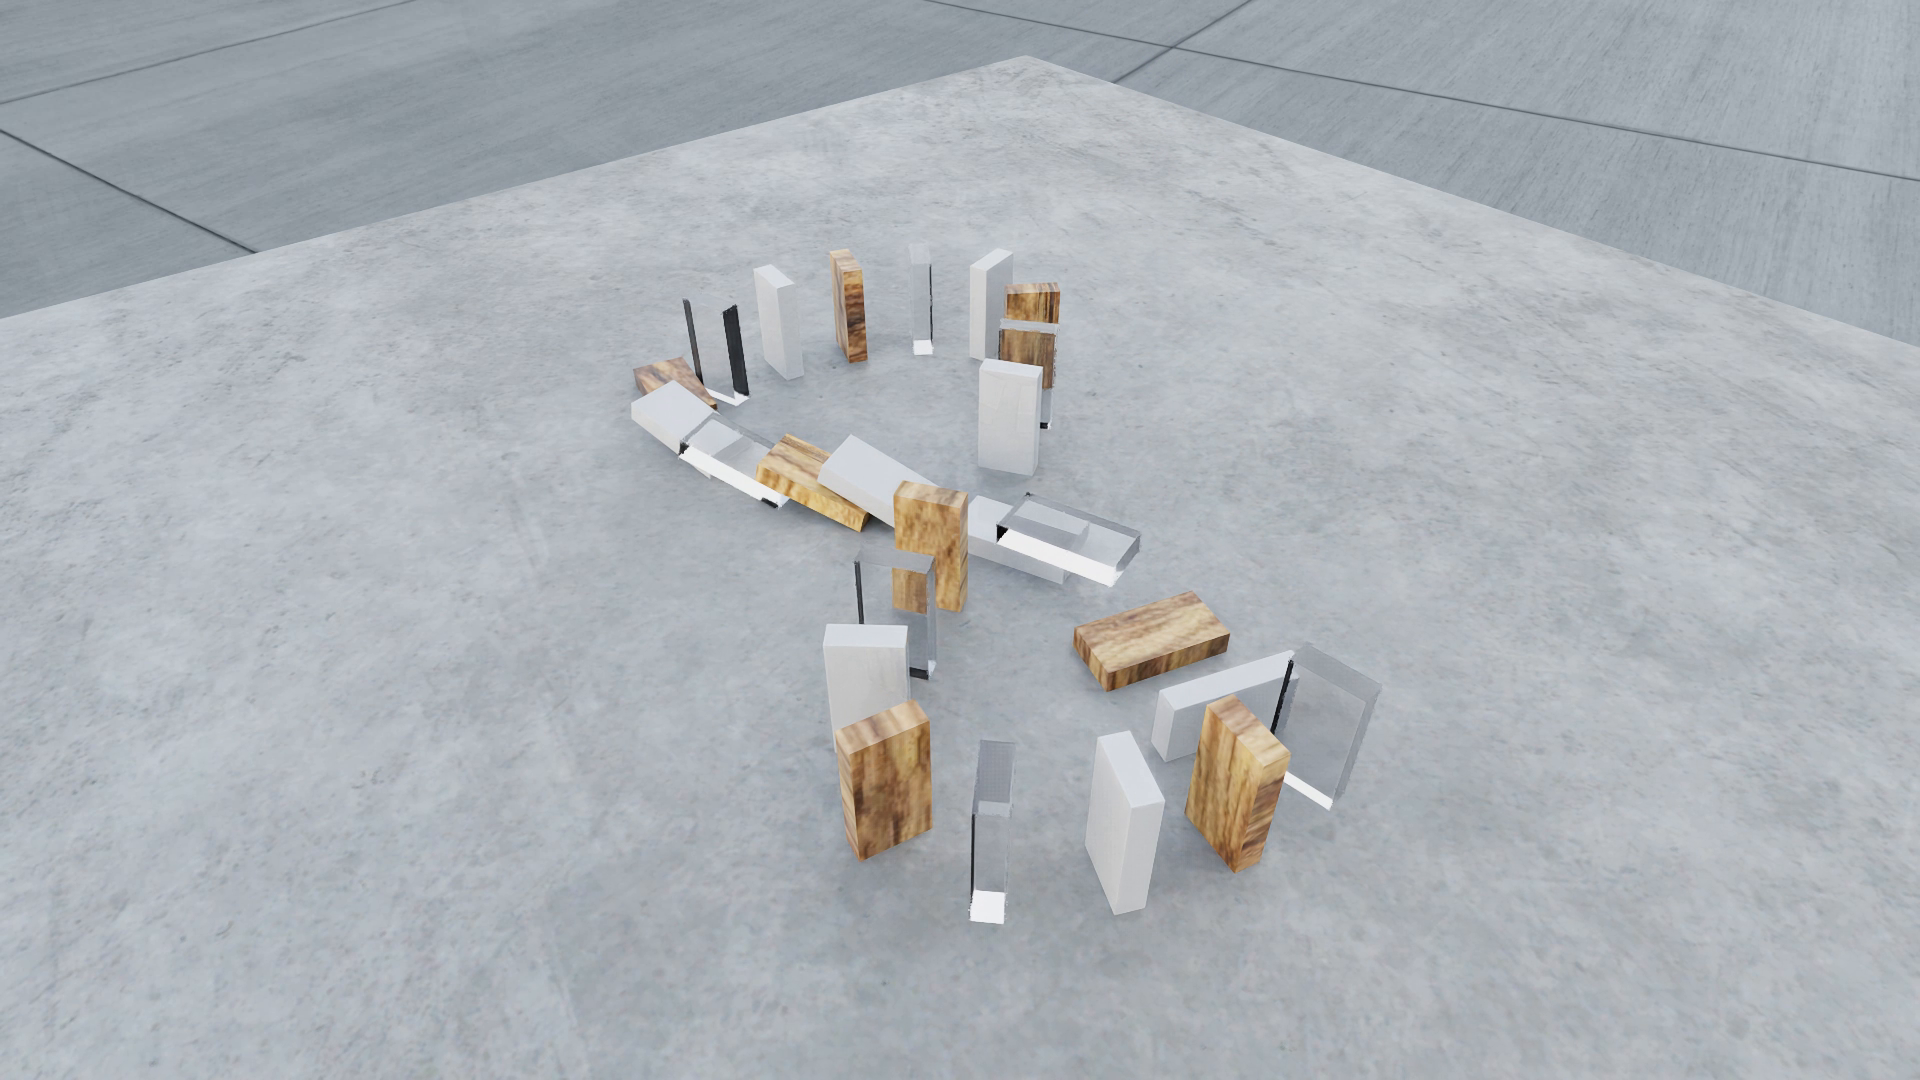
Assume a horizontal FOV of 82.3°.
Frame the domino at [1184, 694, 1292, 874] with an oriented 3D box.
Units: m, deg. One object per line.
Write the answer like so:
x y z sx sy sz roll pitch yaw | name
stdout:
0.081 0.072 0.323 0.009 0.050 0.025 -18 43 -21 | domino

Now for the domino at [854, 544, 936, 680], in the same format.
-0.022 0.025 0.380 0.025 0.050 0.009 10 40 12 | domino

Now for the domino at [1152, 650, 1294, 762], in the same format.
0.089 0.055 0.364 0.050 0.025 0.009 -14 41 -16 | domino

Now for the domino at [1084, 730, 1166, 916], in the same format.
0.046 0.081 0.313 0.009 0.050 0.025 -10 40 -12 | domino

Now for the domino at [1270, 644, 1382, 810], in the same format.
0.111 0.058 0.340 0.025 0.050 0.010 31 49 32 | domino

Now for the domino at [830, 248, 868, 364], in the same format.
-0.056 -0.118 0.555 0.010 0.050 0.025 -13 41 -16 | domino

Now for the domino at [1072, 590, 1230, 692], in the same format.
0.069 0.036 0.399 0.050 0.010 0.025 -15 42 -18 | domino

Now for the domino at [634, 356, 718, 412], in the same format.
-0.137 -0.070 0.529 0.025 0.009 0.050 -20 43 -22 | domino

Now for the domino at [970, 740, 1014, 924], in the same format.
0.009 0.083 0.310 0.009 0.050 0.025 4 39 5 | domino

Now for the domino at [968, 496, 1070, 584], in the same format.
0.024 -0.001 0.444 0.050 0.010 0.025 18 43 21 | domino

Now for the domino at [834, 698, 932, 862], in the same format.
-0.022 0.071 0.324 0.025 0.050 0.010 -20 43 -22 | domino

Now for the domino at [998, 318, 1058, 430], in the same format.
0.031 -0.076 0.504 0.025 0.050 0.010 7 40 9 | domino

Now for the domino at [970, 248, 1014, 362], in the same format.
0.016 -0.119 0.556 0.009 0.050 0.025 23 45 26 | domino

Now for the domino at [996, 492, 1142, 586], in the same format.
0.042 -0.001 0.430 0.050 0.010 0.025 21 44 24 | domino

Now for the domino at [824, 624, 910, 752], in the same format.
-0.029 0.049 0.352 0.025 0.050 0.010 1 39 2 | domino

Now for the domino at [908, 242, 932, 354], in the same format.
-0.020 -0.123 0.562 0.010 0.050 0.025 -3 39 -4 | domino

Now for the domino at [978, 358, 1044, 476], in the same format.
0.021 -0.053 0.476 0.025 0.050 0.009 11 41 13 | domino

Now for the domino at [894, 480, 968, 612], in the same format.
-0.010 0.003 0.408 0.025 0.050 0.009 12 41 14 | domino

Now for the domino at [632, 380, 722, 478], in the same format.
-0.121 -0.050 0.495 0.050 0.009 0.025 36 50 16 | domino

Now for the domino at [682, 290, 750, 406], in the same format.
-0.115 -0.091 0.522 0.025 0.050 0.009 23 45 25 | domino

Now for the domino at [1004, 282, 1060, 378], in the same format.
0.034 -0.099 0.532 0.025 0.050 0.009 -4 39 -5 | domino

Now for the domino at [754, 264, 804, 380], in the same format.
-0.089 -0.107 0.542 0.010 0.050 0.025 -23 45 -26 | domino

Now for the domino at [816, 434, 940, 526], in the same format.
-0.031 -0.022 0.456 0.050 0.010 0.025 31 44 4 | domino

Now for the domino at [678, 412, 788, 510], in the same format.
-0.093 -0.035 0.475 0.050 0.010 0.025 28 45 8 | domino

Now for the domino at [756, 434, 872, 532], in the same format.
-0.058 -0.025 0.464 0.050 0.010 0.025 26 44 7 | domino
